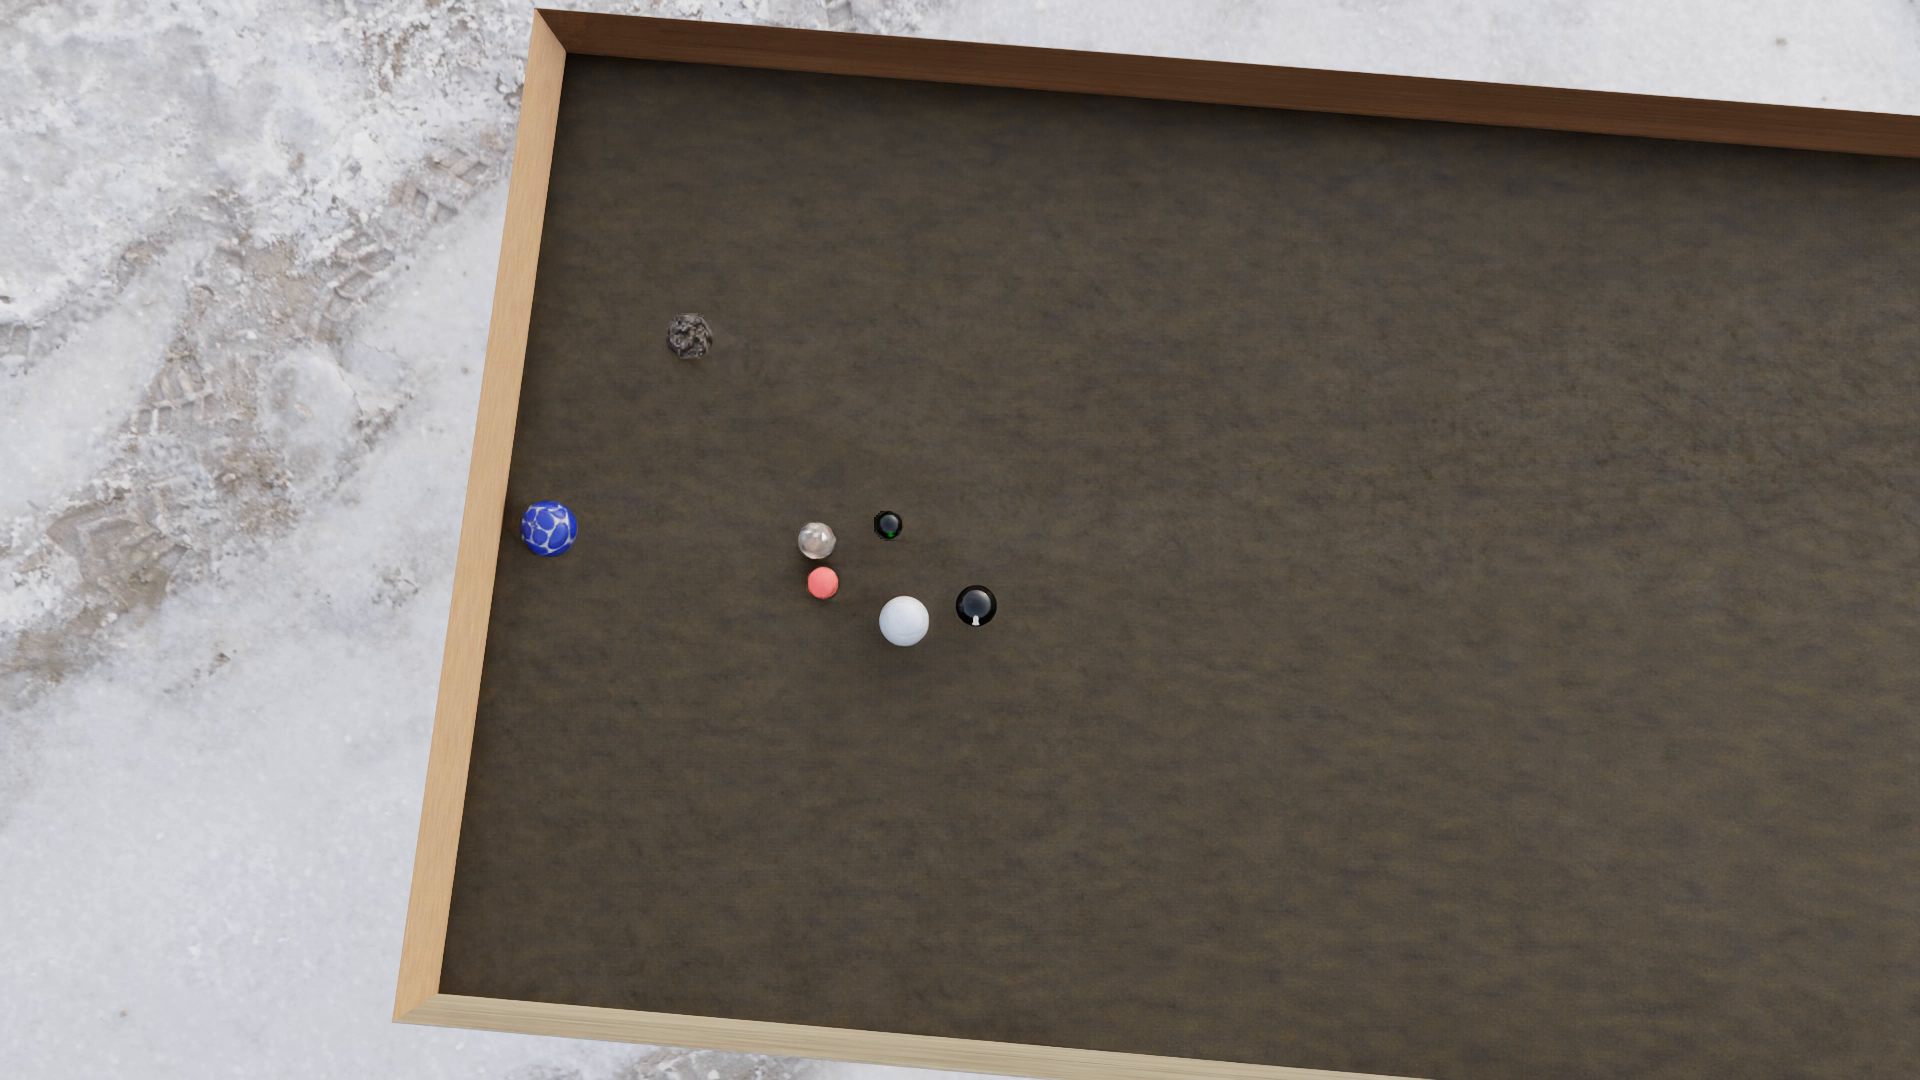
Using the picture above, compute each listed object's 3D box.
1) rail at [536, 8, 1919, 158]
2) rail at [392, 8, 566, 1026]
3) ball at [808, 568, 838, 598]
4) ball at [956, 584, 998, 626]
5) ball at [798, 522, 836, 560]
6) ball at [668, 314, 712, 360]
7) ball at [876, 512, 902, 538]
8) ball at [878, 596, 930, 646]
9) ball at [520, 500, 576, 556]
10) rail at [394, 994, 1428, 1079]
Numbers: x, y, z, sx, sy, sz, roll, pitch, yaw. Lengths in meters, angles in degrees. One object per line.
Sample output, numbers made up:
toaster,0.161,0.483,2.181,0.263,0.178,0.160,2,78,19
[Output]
rail,0.796,-0.679,3.464,2.940,0.109,0.045,5,77,1
rail,-0.709,-0.064,3.318,0.045,0.109,1.560,5,77,1
ball,-0.207,0.065,3.320,0.047,0.047,0.047,0,77,0
ball,0.025,0.099,3.304,0.063,0.063,0.063,0,77,0
ball,-0.217,0.001,3.331,0.057,0.057,0.057,0,77,0
ball,-0.417,-0.313,3.399,0.069,0.069,0.069,0,77,0
ball,-0.108,-0.023,3.344,0.041,0.041,0.041,0,77,0
ball,-0.084,0.121,3.292,0.076,0.076,0.076,0,77,0
ball,-0.621,-0.018,3.321,0.084,0.084,0.084,0,77,0
rail,0.669,0.787,3.116,2.940,0.109,0.045,5,77,1
